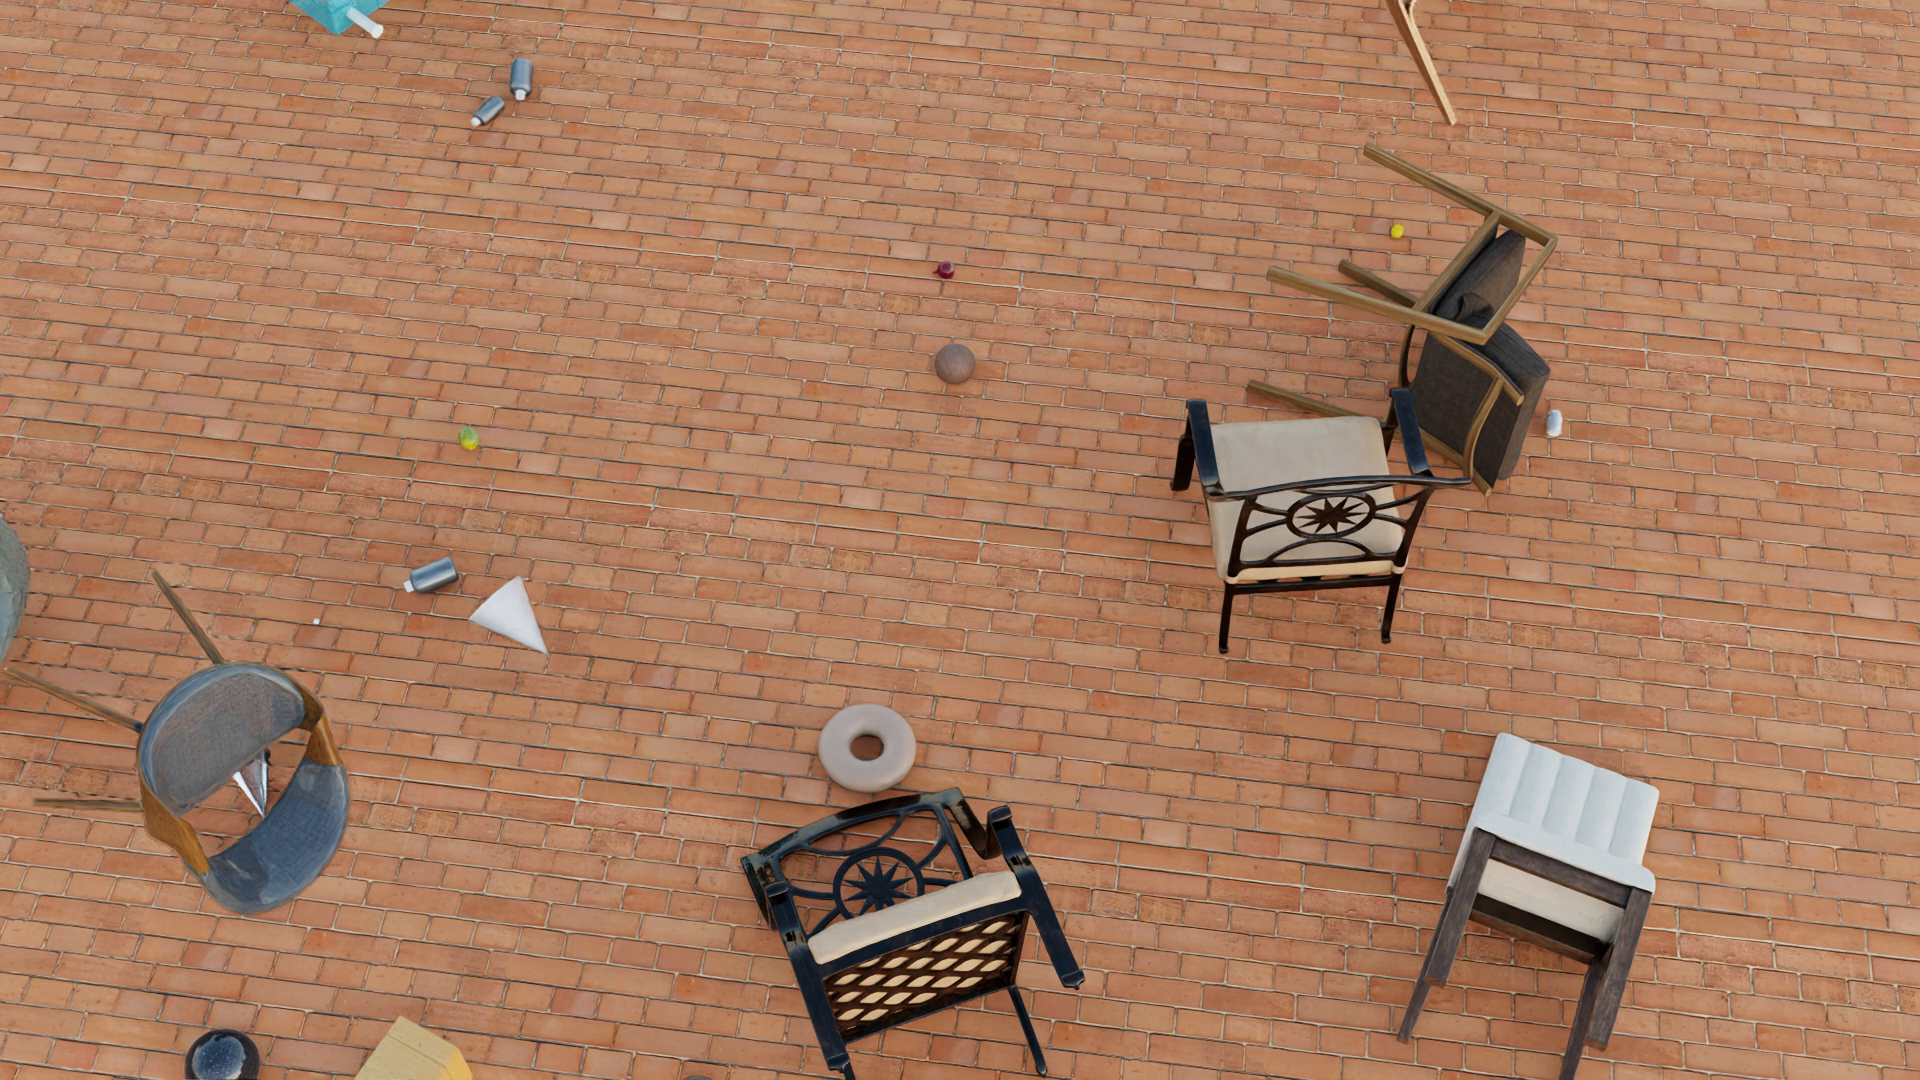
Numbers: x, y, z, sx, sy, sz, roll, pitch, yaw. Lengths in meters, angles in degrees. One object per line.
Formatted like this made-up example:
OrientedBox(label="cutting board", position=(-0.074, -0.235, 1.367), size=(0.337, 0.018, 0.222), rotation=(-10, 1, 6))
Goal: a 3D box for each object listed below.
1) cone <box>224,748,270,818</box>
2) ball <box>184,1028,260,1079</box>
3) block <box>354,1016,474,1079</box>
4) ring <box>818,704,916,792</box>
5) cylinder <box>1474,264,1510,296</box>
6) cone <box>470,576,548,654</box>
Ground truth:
OrientedBox(label="cone", position=(-1.949, 0.686, 6.089), size=(0.130, 0.083, 0.189), rotation=(-16, 70, -20))
OrientedBox(label="ball", position=(-1.868, 1.331, 5.569), size=(0.185, 0.185, 0.185), rotation=(0, 56, 0))
OrientedBox(label="block", position=(-1.391, 1.381, 5.526), size=(0.179, 0.202, 0.258), rotation=(24, 60, 15))
OrientedBox(label="ring", position=(-0.259, 0.580, 6.141), size=(0.275, 0.074, 0.279), rotation=(-30, 60, -19))
OrientedBox(label="cylinder", position=(1.717, -0.841, 7.103), size=(0.066, 0.058, 0.111), rotation=(-21, 55, -13))
OrientedBox(label="cone", position=(-1.266, 0.249, 6.353), size=(0.223, 0.180, 0.211), rotation=(47, 24, 0))
